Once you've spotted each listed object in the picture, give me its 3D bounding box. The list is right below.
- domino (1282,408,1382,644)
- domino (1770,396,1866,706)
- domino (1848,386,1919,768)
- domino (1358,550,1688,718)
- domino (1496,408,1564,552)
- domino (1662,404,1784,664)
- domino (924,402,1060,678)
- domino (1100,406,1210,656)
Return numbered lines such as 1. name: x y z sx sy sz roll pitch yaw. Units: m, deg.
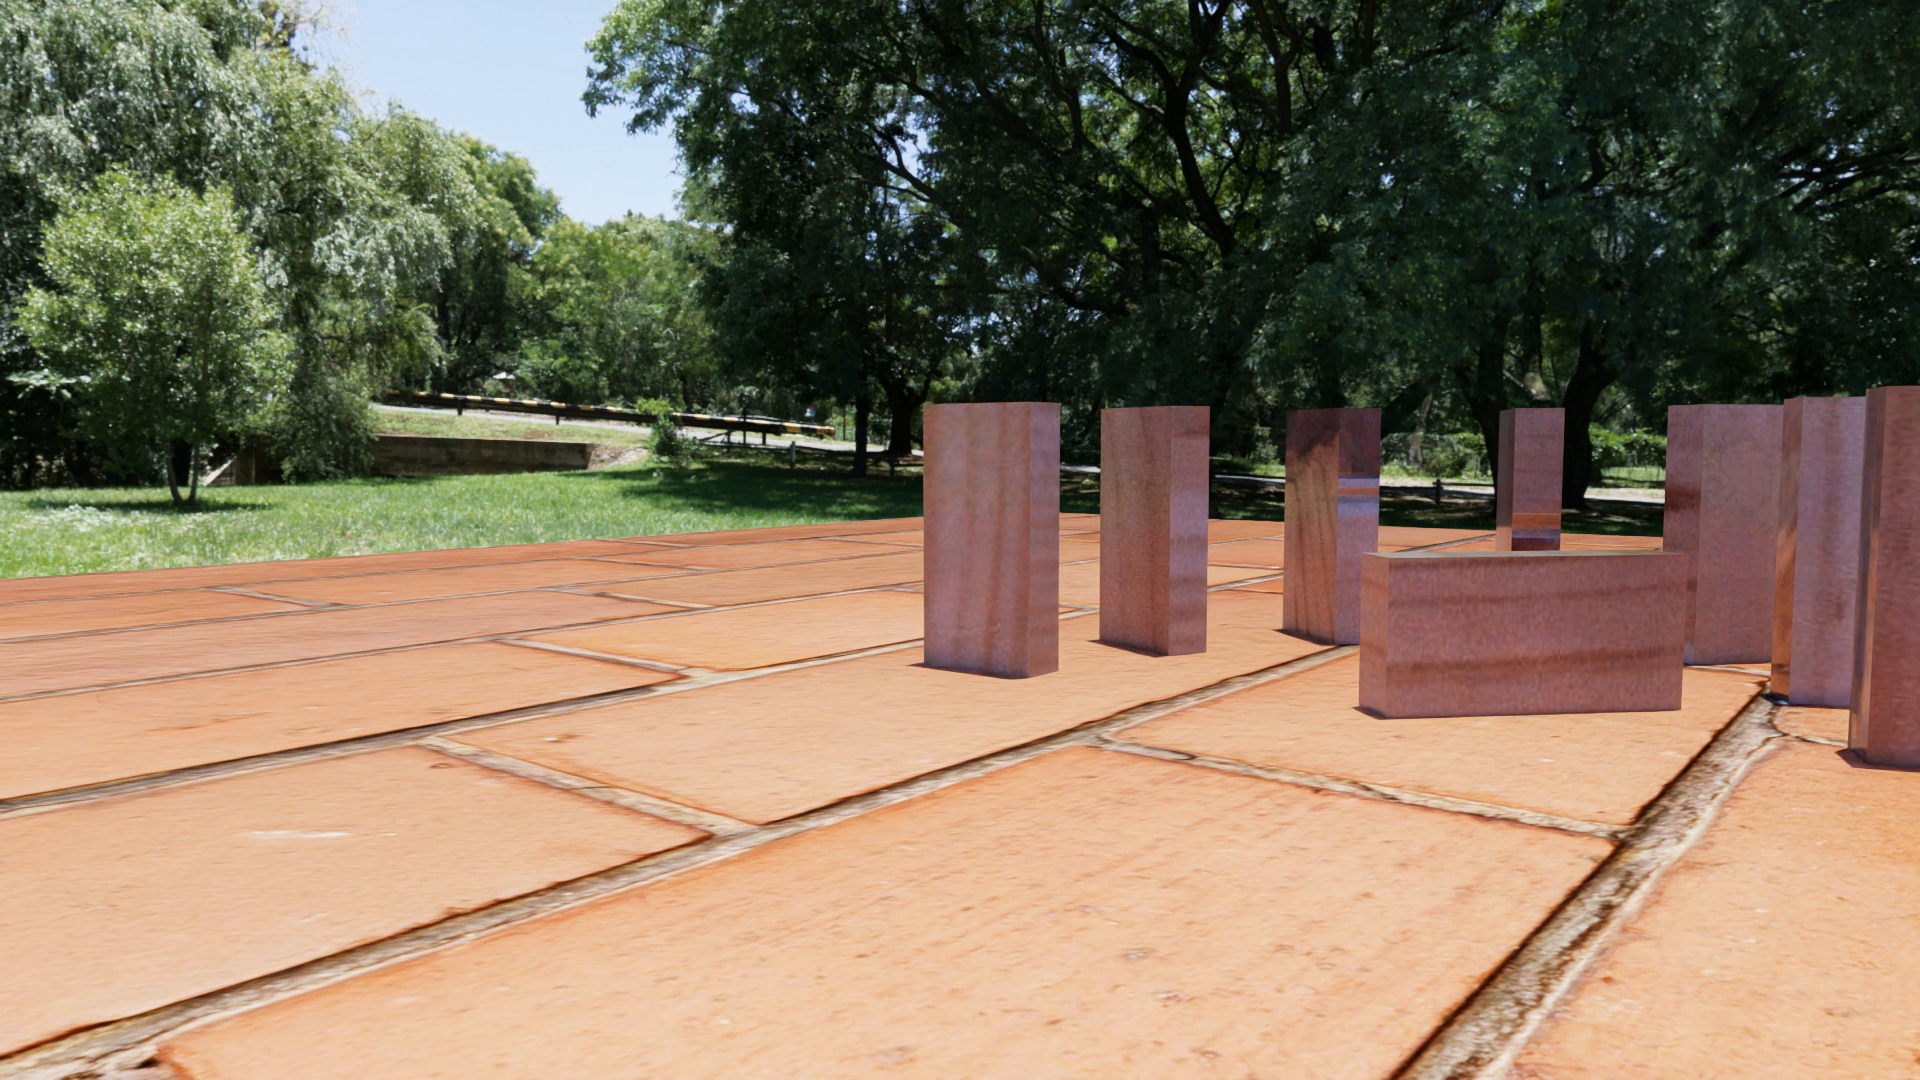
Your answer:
1. domino: 0.082 -0.004 0.283 0.009 0.050 0.025 -1 4 -11
2. domino: 0.149 0.002 0.209 0.025 0.050 0.009 1 4 17
3. domino: 0.134 0.005 0.169 0.025 0.050 0.009 2 5 22
4. domino: 0.090 0.015 0.206 0.050 0.025 0.010 -1 4 -8
5. domino: 0.125 -0.004 0.282 0.010 0.050 0.025 1 4 16
6. domino: 0.153 -0.001 0.253 0.025 0.050 0.009 -1 4 -11
7. domino: 0.006 -0.001 0.243 0.025 0.050 0.009 3 5 38
8. domino: 0.040 -0.003 0.269 0.010 0.050 0.025 -2 5 -27
